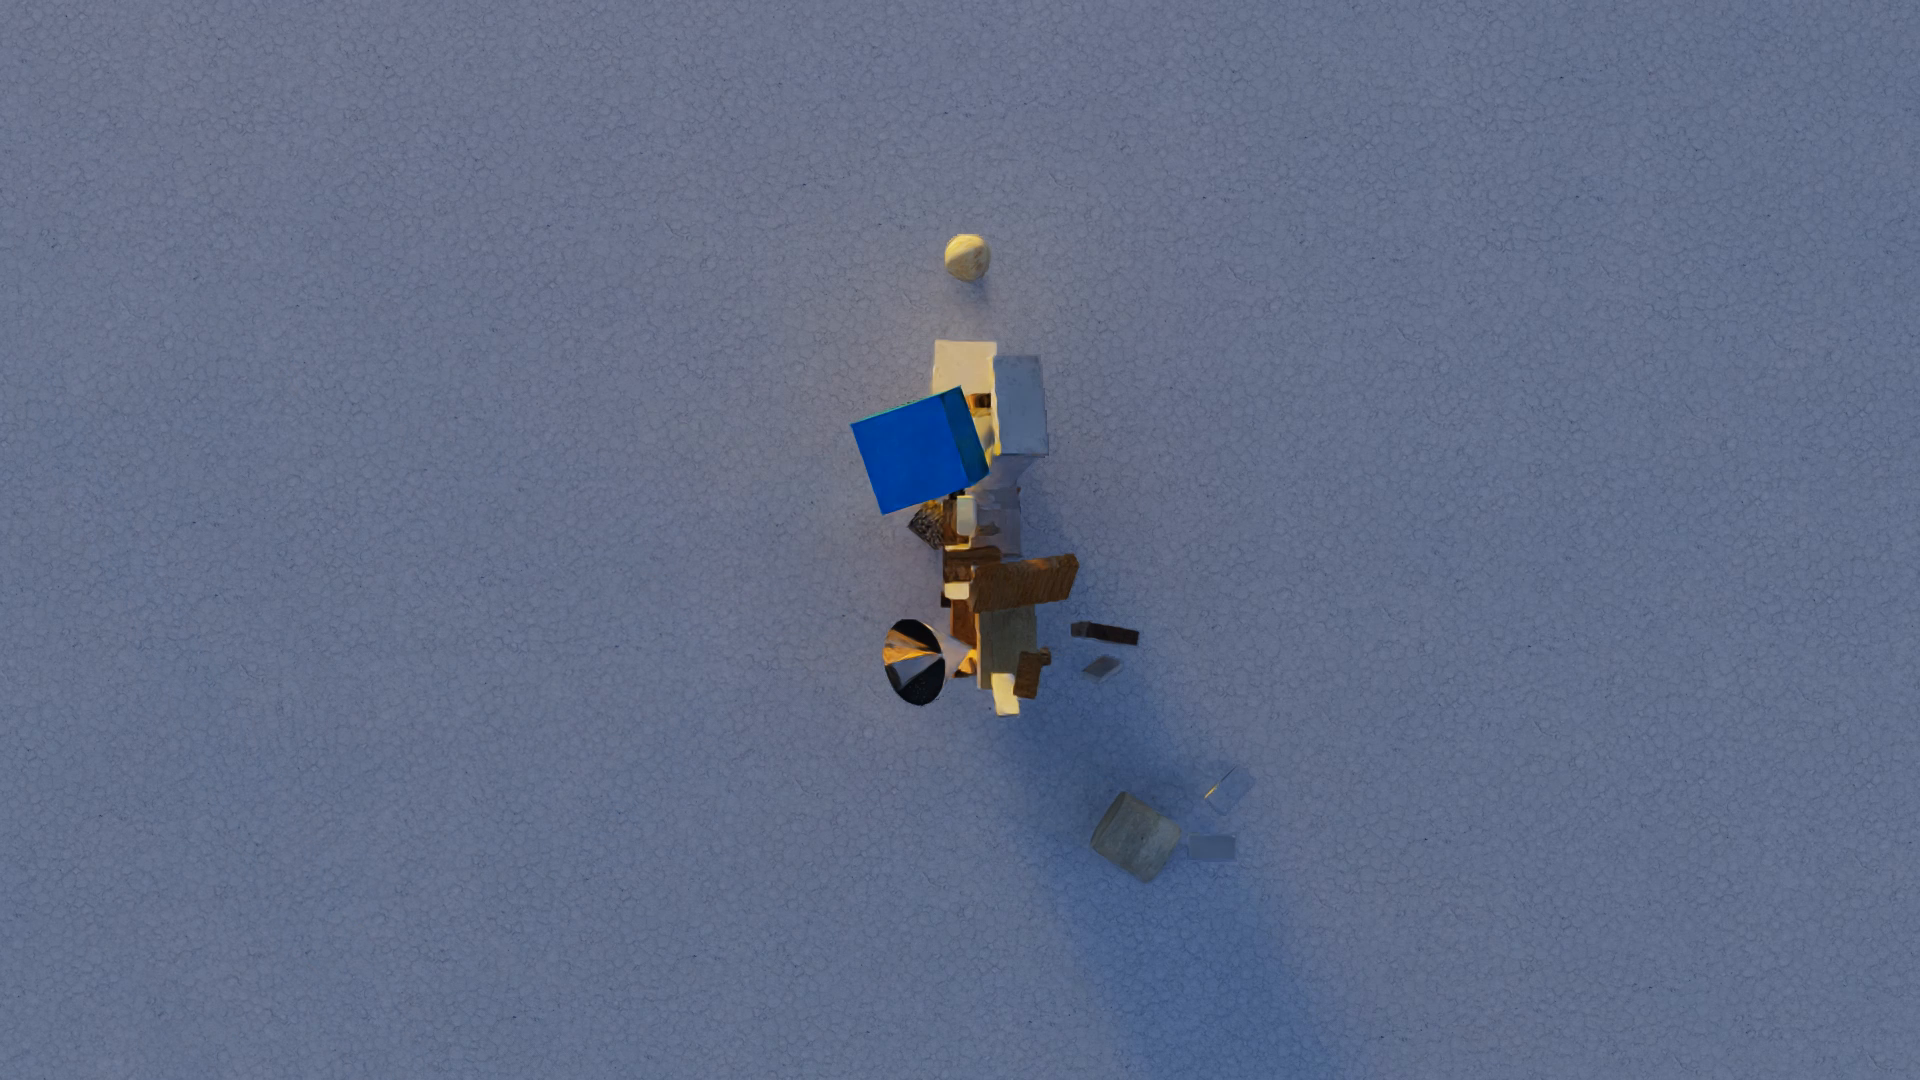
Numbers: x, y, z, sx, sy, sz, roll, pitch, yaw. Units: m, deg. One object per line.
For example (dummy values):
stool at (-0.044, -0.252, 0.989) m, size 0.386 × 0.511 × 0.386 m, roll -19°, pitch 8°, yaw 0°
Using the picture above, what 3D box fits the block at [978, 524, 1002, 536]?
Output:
block at (0.065, -0.026, 4.697) m, size 0.056 × 0.112 × 0.016 m, roll -16°, pitch 78°, yaw 33°

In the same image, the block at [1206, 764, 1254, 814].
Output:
block at (0.898, 0.829, 5.489) m, size 0.076 × 0.022 × 0.152 m, roll 44°, pitch 90°, yaw 0°

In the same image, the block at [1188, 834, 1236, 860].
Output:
block at (0.838, 1.021, 5.489) m, size 0.152 × 0.022 × 0.076 m, roll 2°, pitch 90°, yaw 0°

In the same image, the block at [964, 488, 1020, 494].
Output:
block at (0.063, -0.162, 4.966) m, size 0.147 × 0.293 × 0.042 m, roll 16°, pitch 89°, yaw -17°

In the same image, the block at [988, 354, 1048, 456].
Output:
block at (0.153, -0.358, 4.381) m, size 0.132 × 0.037 × 0.264 m, roll -3°, pitch 86°, yaw -19°

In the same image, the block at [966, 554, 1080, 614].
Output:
block at (0.171, 0.118, 4.493) m, size 0.290 × 0.145 × 0.041 m, roll -8°, pitch 49°, yaw -22°

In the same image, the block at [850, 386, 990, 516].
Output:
block at (-0.100, -0.239, 4.347) m, size 0.248 × 0.248 × 0.248 m, roll -17°, pitch 96°, yaw 16°

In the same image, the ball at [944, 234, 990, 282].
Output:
ball at (0.026, -0.927, 5.425) m, size 0.151 × 0.151 × 0.151 m, roll 0°, pitch 90°, yaw 0°

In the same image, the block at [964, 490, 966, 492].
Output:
block at (0.062, -0.287, 5.162) m, size 0.143 × 0.040 × 0.285 m, roll 20°, pitch 91°, yaw -7°

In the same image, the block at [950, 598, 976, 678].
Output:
block at (0.044, 0.289, 5.196) m, size 0.138 × 0.039 × 0.276 m, roll -2°, pitch 90°, yaw -9°

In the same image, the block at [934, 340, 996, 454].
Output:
block at (0.012, -0.399, 4.764) m, size 0.180 × 0.051 × 0.359 m, roll 2°, pitch 73°, yaw 0°

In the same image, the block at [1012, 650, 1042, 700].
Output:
block at (0.193, 0.386, 4.699) m, size 0.064 × 0.018 × 0.129 m, roll 11°, pitch 84°, yaw -7°

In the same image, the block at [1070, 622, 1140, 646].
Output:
block at (0.412, 0.269, 4.727) m, size 0.145 × 0.290 × 0.041 m, roll 11°, pitch 86°, yaw -5°

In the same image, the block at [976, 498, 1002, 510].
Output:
block at (0.062, -0.100, 4.678) m, size 0.056 × 0.112 × 0.016 m, roll -1°, pitch 82°, yaw 38°

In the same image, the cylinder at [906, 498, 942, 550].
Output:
cylinder at (-0.087, -0.054, 5.436) m, size 0.127 × 0.127 × 0.127 m, roll 38°, pitch 90°, yaw 0°

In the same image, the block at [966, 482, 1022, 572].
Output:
block at (0.097, -0.059, 4.798) m, size 0.147 × 0.042 × 0.293 m, roll -6°, pitch 103°, yaw -7°

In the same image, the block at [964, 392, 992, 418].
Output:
block at (0.050, -0.372, 4.567) m, size 0.132 × 0.264 × 0.037 m, roll -5°, pitch 89°, yaw -22°

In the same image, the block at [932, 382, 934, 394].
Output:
block at (0.008, -0.475, 5.152) m, size 0.180 × 0.685 × 0.051 m, roll 3°, pitch 97°, yaw -1°

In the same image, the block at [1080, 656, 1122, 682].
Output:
block at (0.410, 0.373, 4.765) m, size 0.064 × 0.129 × 0.018 m, roll 18°, pitch 117°, yaw 30°

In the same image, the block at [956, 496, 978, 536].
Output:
block at (0.019, -0.067, 4.629) m, size 0.056 × 0.016 × 0.112 m, roll 7°, pitch 106°, yaw 34°

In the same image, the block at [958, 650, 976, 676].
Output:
block at (0.087, 0.368, 5.005) m, size 0.169 × 0.338 × 0.048 m, roll -2°, pitch 91°, yaw -13°

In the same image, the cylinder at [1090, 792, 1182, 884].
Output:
cylinder at (0.572, 0.972, 5.390) m, size 0.216 × 0.216 × 0.216 m, roll 33°, pitch 90°, yaw 0°

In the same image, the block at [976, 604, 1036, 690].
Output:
block at (0.134, 0.263, 4.819) m, size 0.169 × 0.048 × 0.338 m, roll -1°, pitch 90°, yaw -13°

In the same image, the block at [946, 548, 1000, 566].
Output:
block at (0.040, 0.047, 4.617) m, size 0.145 × 0.331 × 0.041 m, roll -2°, pitch 91°, yaw 1°

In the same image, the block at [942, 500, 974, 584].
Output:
block at (0.016, 0.012, 5.197) m, size 0.138 × 0.039 × 0.276 m, roll -1°, pitch 92°, yaw -2°

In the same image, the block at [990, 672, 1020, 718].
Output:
block at (0.130, 0.447, 4.752) m, size 0.064 × 0.018 × 0.129 m, roll -1°, pitch 62°, yaw -14°

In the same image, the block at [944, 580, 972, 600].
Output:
block at (0.072, 0.146, 5.006) m, size 0.169 × 0.338 × 0.048 m, roll -5°, pitch 90°, yaw -13°

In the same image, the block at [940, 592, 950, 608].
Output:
block at (0.007, 0.193, 5.360) m, size 0.138 × 0.276 × 0.039 m, roll 1°, pitch 90°, yaw -1°

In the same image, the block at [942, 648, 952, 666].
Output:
block at (0.026, 0.381, 5.353) m, size 0.138 × 0.276 × 0.039 m, roll -1°, pitch 91°, yaw -9°

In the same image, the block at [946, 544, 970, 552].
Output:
block at (0.068, 0.033, 5.003) m, size 0.147 × 0.304 × 0.042 m, roll -7°, pitch 93°, yaw -15°

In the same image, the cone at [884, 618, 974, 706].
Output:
cone at (-0.045, 0.333, 4.806) m, size 0.251 × 0.251 × 0.251 m, roll 10°, pitch 104°, yaw 43°

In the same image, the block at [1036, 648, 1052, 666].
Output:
block at (0.225, 0.398, 5.463) m, size 0.152 × 0.076 × 0.022 m, roll -11°, pitch 52°, yaw 0°

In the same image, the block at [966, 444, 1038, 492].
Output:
block at (0.116, -0.205, 4.568) m, size 0.132 × 0.339 × 0.037 m, roll -8°, pitch 77°, yaw -16°

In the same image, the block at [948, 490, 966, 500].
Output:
block at (0.036, -0.131, 5.362) m, size 0.138 × 0.276 × 0.039 m, roll 17°, pitch 91°, yaw 0°
